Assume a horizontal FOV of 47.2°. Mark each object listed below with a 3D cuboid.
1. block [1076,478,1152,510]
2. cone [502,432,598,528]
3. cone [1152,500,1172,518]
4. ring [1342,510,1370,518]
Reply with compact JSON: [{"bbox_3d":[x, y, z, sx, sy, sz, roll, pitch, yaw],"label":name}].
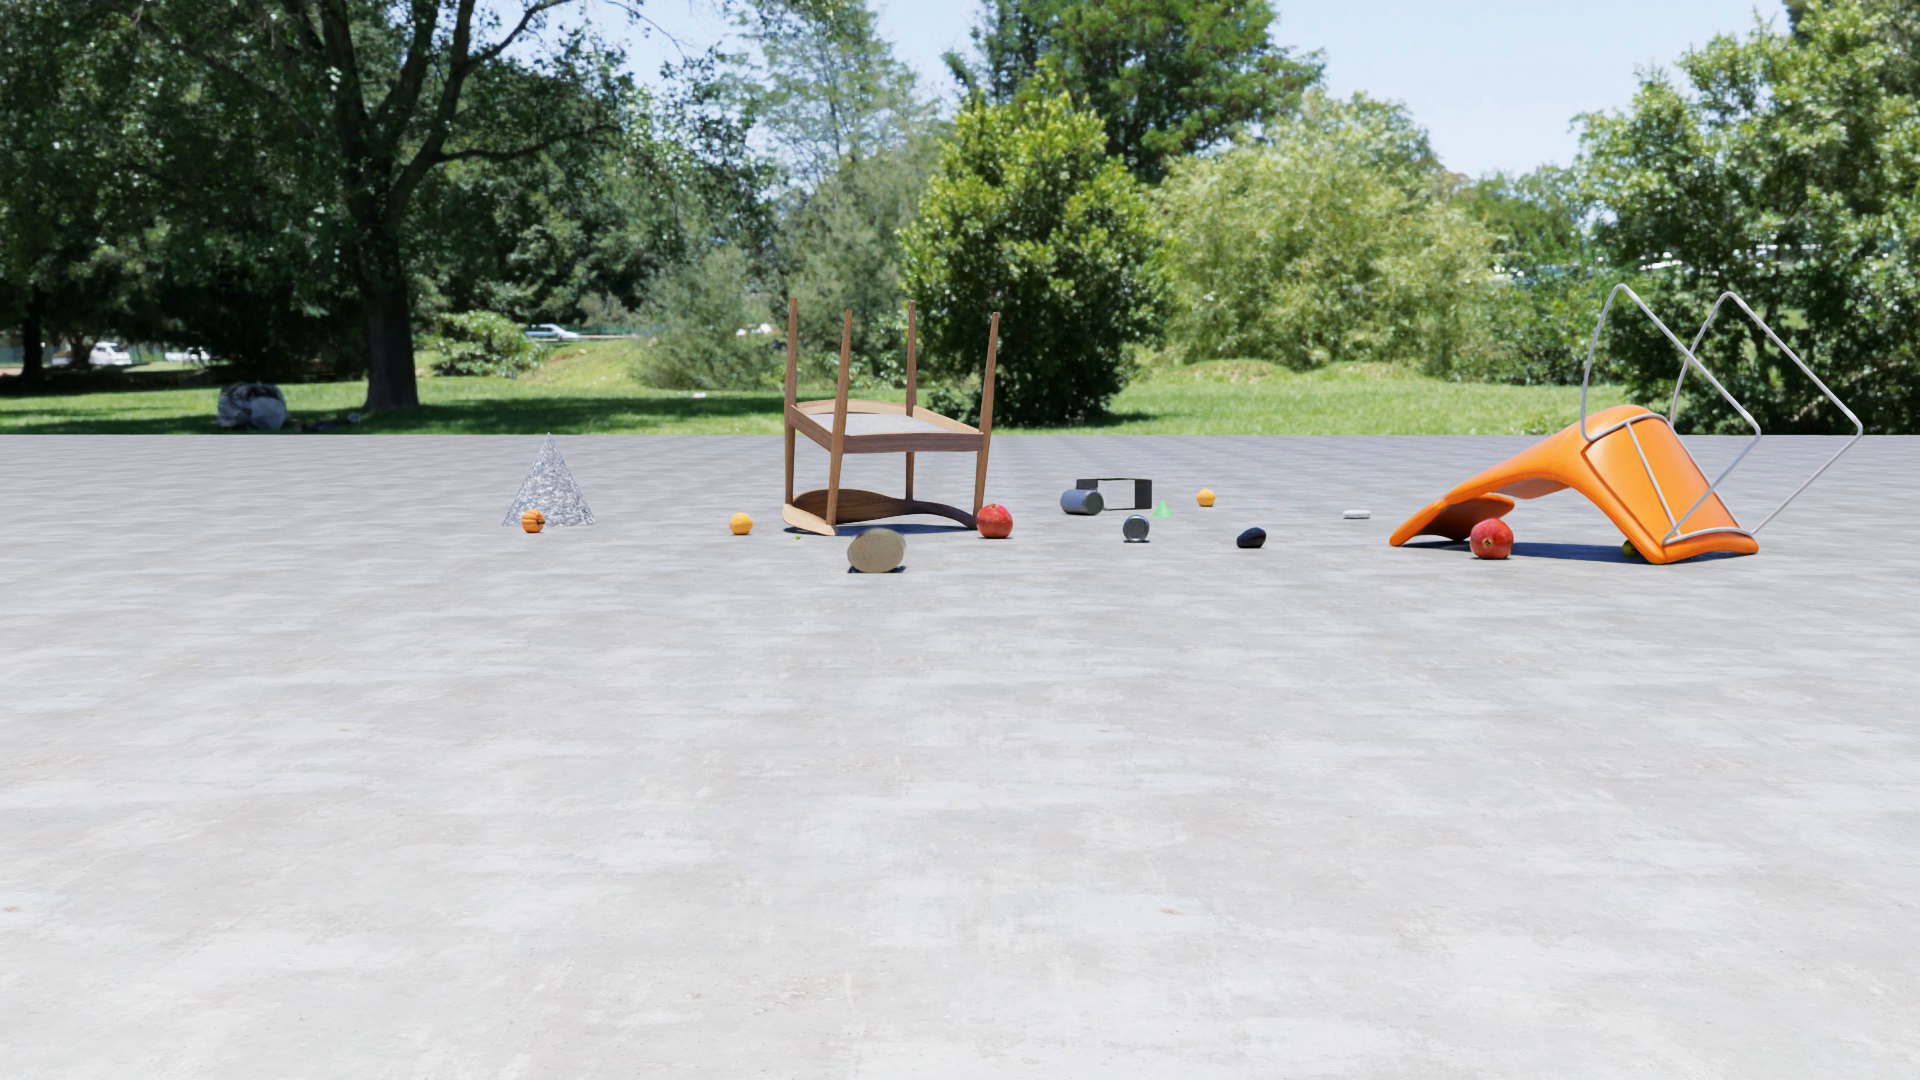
[{"bbox_3d":[0.577,-0.172,8.241,0.217,0.111,0.182,-3,5,-35],"label":"block"},{"bbox_3d":[-1.359,-0.205,7.275,0.315,0.309,0.261,-2,4,-23],"label":"cone"},{"bbox_3d":[0.714,-0.113,7.756,0.083,0.060,0.066,4,5,42],"label":"cone"},{"bbox_3d":[1.377,-0.089,7.634,0.116,0.029,0.089,-2,4,-42],"label":"ring"}]
